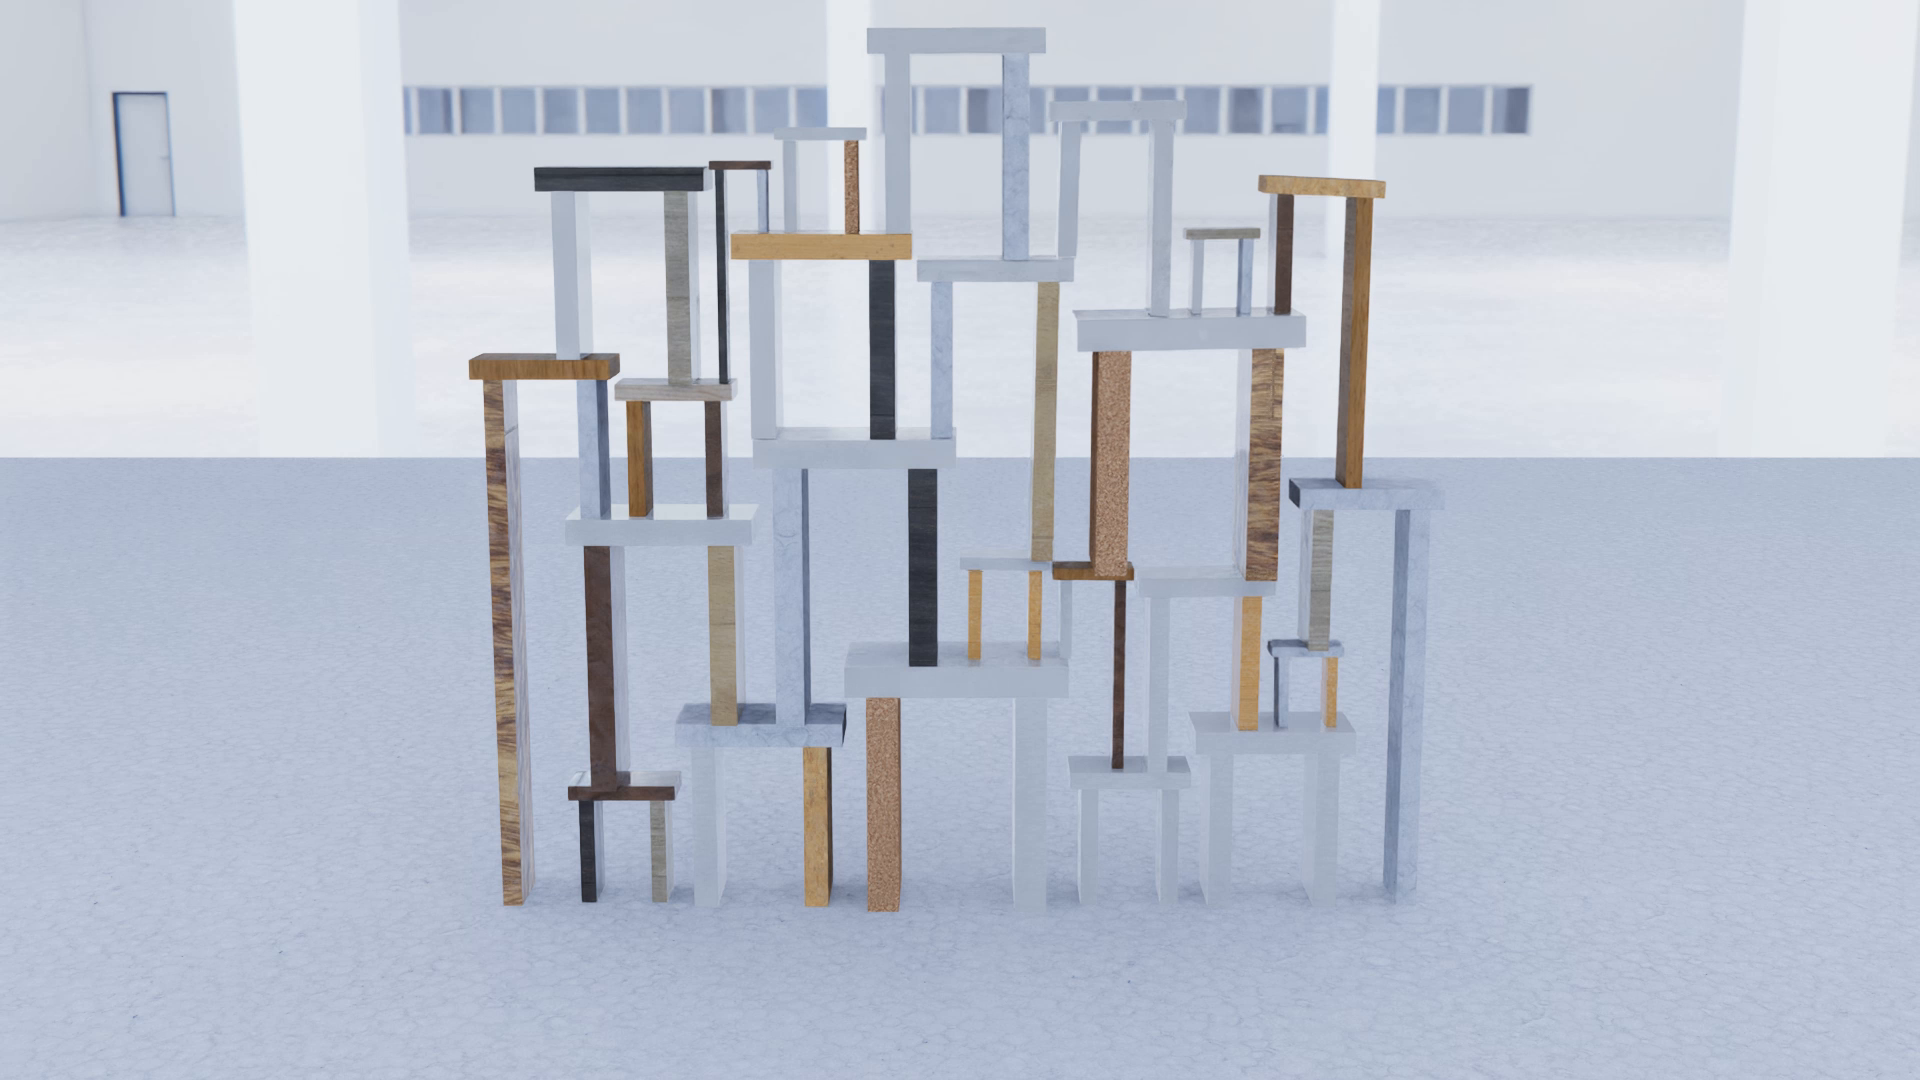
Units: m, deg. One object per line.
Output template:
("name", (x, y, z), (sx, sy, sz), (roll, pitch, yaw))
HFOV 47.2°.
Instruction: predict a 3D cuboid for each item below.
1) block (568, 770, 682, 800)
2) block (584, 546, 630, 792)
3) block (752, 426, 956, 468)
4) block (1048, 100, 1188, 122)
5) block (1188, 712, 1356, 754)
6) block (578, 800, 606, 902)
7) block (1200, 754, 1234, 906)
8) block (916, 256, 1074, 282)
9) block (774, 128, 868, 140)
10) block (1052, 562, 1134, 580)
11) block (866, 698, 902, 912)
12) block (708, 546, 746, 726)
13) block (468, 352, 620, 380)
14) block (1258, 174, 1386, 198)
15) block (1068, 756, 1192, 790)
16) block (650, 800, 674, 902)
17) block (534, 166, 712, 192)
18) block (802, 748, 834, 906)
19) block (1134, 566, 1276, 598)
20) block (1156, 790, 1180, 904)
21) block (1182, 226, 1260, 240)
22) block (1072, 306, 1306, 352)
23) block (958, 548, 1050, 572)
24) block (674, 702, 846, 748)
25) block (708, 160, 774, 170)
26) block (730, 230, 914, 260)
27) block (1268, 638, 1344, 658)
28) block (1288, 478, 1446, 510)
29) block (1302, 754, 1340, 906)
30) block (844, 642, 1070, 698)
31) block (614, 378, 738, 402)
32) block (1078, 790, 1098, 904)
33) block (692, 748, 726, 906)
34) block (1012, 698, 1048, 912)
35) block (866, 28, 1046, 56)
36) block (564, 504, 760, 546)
("block", (-0.553, 0.406, 3.635), (0.175, 0.025, 0.087), (0, 11, 0))
("block", (-0.576, 0.195, 3.596), (0.042, 0.405, 0.148), (0, 11, 0))
("block", (-0.165, -0.149, 3.528), (0.320, 0.045, 0.160), (0, 11, 0))
("block", (0.244, -0.670, 3.431), (0.211, 0.030, 0.105), (-1, 11, 1))
("block", (0.511, 0.317, 3.619), (0.259, 0.037, 0.130), (0, 11, 0))
("block", (-0.611, 0.504, 3.654), (0.025, 0.175, 0.087), (0, 11, 0))
("block", (0.424, 0.462, 3.646), (0.037, 0.259, 0.130), (0, 11, 0))
("block", (0.055, -0.430, 3.480), (0.245, 0.035, 0.122), (0, 11, 0))
("block", (-0.218, -0.637, 3.445), (0.142, 0.020, 0.071), (0, 11, 0))
("block", (0.215, 0.050, 3.570), (0.130, 0.018, 0.065), (0, 11, 0))
("block", (-0.125, 0.413, 3.639), (0.051, 0.359, 0.180), (0, 11, 0))
("block", (-0.379, 0.141, 3.586), (0.042, 0.295, 0.148), (0, 11, 0))
("block", (-0.661, -0.277, 3.505), (0.221, 0.031, 0.110), (0, 11, 0))
("block", (0.567, -0.555, 3.450), (0.184, 0.026, 0.092), (2, 11, -1))
("block", (0.278, 0.383, 3.627), (0.197, 0.028, 0.099), (0, 11, 0))
("block", (-0.495, 0.504, 3.653), (0.025, 0.175, 0.087), (0, 11, 0))
("block", (-0.527, -0.569, 3.459), (0.261, 0.037, 0.130), (0, 11, 0))
("block", (-0.235, 0.456, 3.649), (0.038, 0.271, 0.135), (0, 11, 0))
("block", (0.395, 0.067, 3.571), (0.219, 0.031, 0.109), (-1, 9, 0))
("block", (0.343, 0.494, 3.647), (0.028, 0.197, 0.099), (0, 11, 0))
("block", (0.412, -0.484, 3.466), (0.116, 0.016, 0.058), (-1, 11, 0))
("block", (0.360, -0.336, 3.498), (0.355, 0.050, 0.178), (-1, 11, 0))
("block", (0.072, 0.032, 3.567), (0.146, 0.021, 0.073), (1, 11, -1))
("block", (-0.325, 0.304, 3.620), (0.271, 0.038, 0.135), (0, 11, 0))
("block", (-0.343, -0.588, 3.449), (0.097, 0.014, 0.049), (0, 11, 1))
("block", (-0.215, -0.466, 3.469), (0.280, 0.040, 0.140), (0, 11, 0))
("block", (0.564, 0.176, 3.588), (0.117, 0.017, 0.059), (0, 11, 0))
("block", (0.654, -0.075, 3.543), (0.230, 0.033, 0.115), (0, 11, -1))
("block", (0.597, 0.462, 3.646), (0.037, 0.259, 0.130), (0, 11, 0))
("block", (-0.005, 0.211, 3.601), (0.359, 0.051, 0.180), (0, 11, 0))
("block", (-0.453, -0.241, 3.515), (0.185, 0.026, 0.093), (0, 11, 0))
("block", (0.212, 0.494, 3.647), (0.028, 0.197, 0.099), (0, 11, 0))
("block", (-0.416, 0.456, 3.649), (0.038, 0.271, 0.135), (0, 11, 0))
("block", (0.114, 0.413, 3.639), (0.051, 0.359, 0.180), (0, 11, 0))
("block", (-0.005, -0.773, 3.416), (0.273, 0.039, 0.136), (0, 11, 0))
("block", (-0.478, -0.025, 3.555), (0.295, 0.042, 0.148), (0, 11, 0))
